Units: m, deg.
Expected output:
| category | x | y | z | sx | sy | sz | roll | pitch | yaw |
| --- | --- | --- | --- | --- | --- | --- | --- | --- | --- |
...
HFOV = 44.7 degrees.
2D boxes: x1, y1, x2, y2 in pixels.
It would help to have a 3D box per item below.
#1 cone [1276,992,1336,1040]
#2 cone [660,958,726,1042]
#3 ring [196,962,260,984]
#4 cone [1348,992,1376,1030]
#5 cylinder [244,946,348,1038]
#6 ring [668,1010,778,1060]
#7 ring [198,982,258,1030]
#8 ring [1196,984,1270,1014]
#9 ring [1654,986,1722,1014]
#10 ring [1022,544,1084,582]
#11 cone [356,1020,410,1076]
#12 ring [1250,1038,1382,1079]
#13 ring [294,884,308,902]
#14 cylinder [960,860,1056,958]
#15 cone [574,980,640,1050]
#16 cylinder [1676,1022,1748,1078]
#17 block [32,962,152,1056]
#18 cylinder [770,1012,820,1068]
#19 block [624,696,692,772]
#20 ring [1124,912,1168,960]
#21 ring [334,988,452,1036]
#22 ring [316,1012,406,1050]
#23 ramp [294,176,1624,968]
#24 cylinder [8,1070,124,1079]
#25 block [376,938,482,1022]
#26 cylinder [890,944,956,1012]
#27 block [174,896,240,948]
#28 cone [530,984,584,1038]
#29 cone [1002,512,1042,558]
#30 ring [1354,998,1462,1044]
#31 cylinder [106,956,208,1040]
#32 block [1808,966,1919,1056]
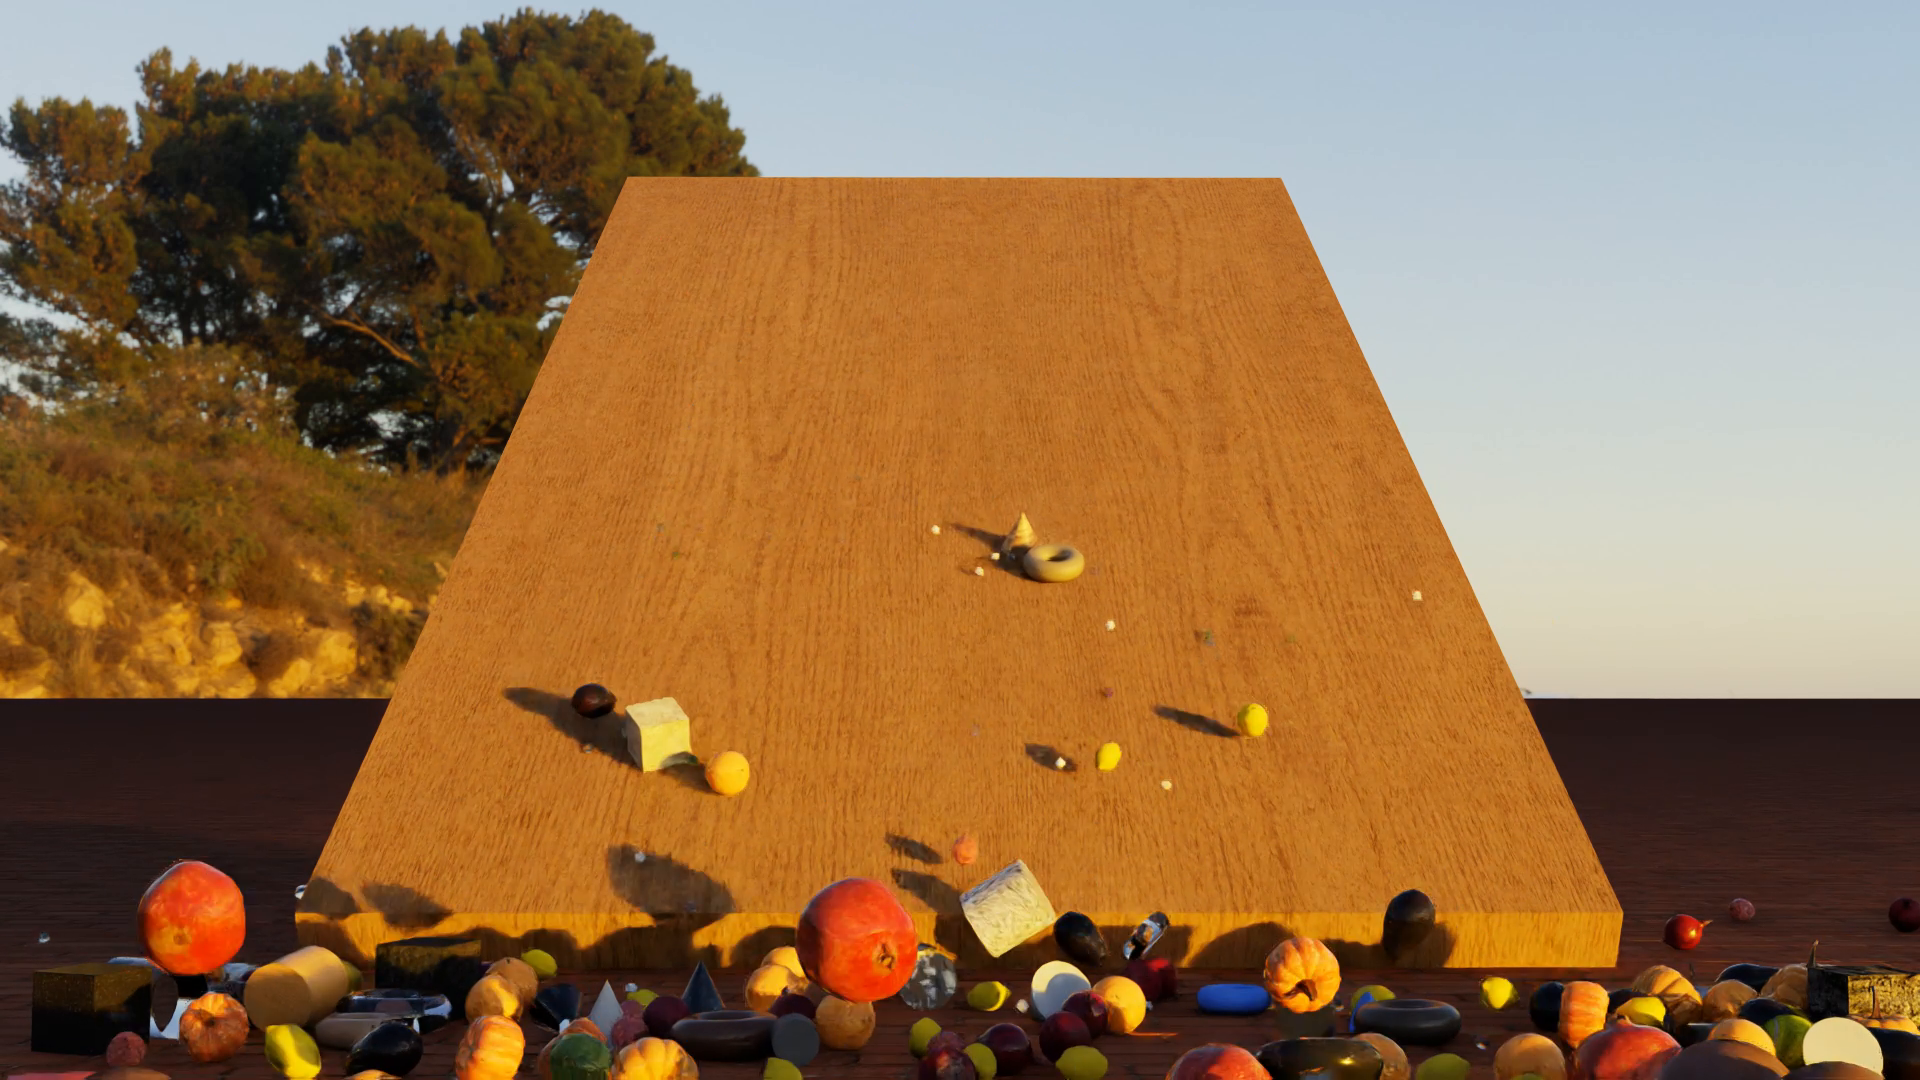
| category | x | y | z | sx | sy | sz | roll | pitch | yaw |
| --- | --- | --- | --- | --- | --- | --- | --- | --- | --- |
| cone | 0.410 | 0.587 | 2.796 | 0.071 | 0.071 | 0.071 | 0 | -30 | 0 |
| cone | -0.315 | 0.557 | 2.844 | 0.097 | 0.097 | 0.097 | 0 | -4 | 0 |
| ring | -1.016 | 0.608 | 3.215 | 0.131 | 0.044 | 0.131 | 0 | -5 | 0 |
| cone | 0.520 | 0.597 | 2.904 | 0.054 | 0.054 | 0.054 | 27 | -5 | -1 |
| cylinder | -0.819 | 0.557 | 2.884 | 0.091 | 0.091 | 0.091 | -1 | 4 | 14 |
| ring | -0.270 | 0.574 | 2.712 | 0.137 | 0.046 | 0.137 | -1 | -5 | 0 |
| ring | -0.913 | 0.588 | 2.950 | 0.147 | 0.049 | 0.147 | 0 | -4 | 0 |
| ring | 0.360 | 0.604 | 3.074 | 0.097 | 0.032 | 0.097 | 0 | -5 | 0 |
| ring | 0.961 | 0.607 | 3.084 | 0.086 | 0.029 | 0.086 | -3 | -3 | 0 |
| ring | 0.183 | 0.045 | 4.590 | 0.123 | 0.041 | 0.123 | -1 | 26 | 0 |
| cone | -0.639 | 0.560 | 2.587 | 0.058 | 0.058 | 0.058 | 0 | -4 | 0 |
| ring | 0.319 | 0.470 | 2.091 | 0.118 | 0.039 | 0.118 | 0 | -19 | 0 |
| ring | -1.273 | 0.706 | 4.664 | 0.108 | 0.036 | 0.108 | 1 | -4 | 0 |
| cylinder | 0.063 | 0.486 | 3.083 | 0.094 | 0.094 | 0.094 | -32 | -6 | 3 |
| cone | -0.421 | 0.563 | 2.782 | 0.078 | 0.078 | 0.078 | 0 | -4 | 0 |
| cylinder | 0.824 | 0.559 | 2.560 | 0.057 | 0.057 | 0.057 | -2 | -3 | -9 |
| block | -1.026 | 0.554 | 2.762 | 0.093 | 0.093 | 0.093 | -2 | -4 | 23 |
| cylinder | -0.187 | 0.566 | 2.647 | 0.053 | 0.053 | 0.053 | 0 | -4 | -7 |
| block | -0.507 | 0.326 | 3.924 | 0.084 | 0.084 | 0.084 | -11 | 27 | -23 |
| ring | 0.250 | 0.532 | 3.143 | 0.026 | 0.078 | 0.078 | 41 | 9 | 16 |
| ring | -0.703 | 0.586 | 2.900 | 0.143 | 0.048 | 0.143 | 1 | -4 | 0 |
| ring | -0.713 | 0.584 | 2.781 | 0.106 | 0.035 | 0.106 | 0 | -5 | 0 |
| ramp | -0.009 | -0.229 | 5.354 | 2.000 | 0.100 | 4.000 | 0 | 25 | 0 |
| cylinder | -0.770 | 0.505 | 2.010 | 0.093 | 0.093 | 0.093 | 1 | -4 | -18 |
| block | -0.687 | 0.569 | 3.022 | 0.097 | 0.097 | 0.097 | -1 | -4 | 19 |
| cylinder | -0.050 | 0.584 | 3.122 | 0.080 | 0.080 | 0.080 | 1 | -4 | -9 |
| block | -1.256 | 0.637 | 3.901 | 0.075 | 0.075 | 0.075 | -1 | -4 | 18 |
| cone | -0.483 | 0.591 | 2.860 | 0.068 | 0.068 | 0.068 | 2 | 22 | -30 |
| cone | 0.125 | -0.021 | 4.680 | 0.085 | 0.085 | 0.085 | 0 | 25 | 0 |
| ring | 0.542 | 0.584 | 2.831 | 0.129 | 0.043 | 0.129 | -1 | -3 | 0 |
| cylinder | -0.988 | 0.558 | 2.848 | 0.096 | 0.096 | 0.096 | -1 | -4 | 23 |
| block | 1.066 | 0.554 | 2.754 | 0.092 | 0.092 | 0.092 | 1 | -4 | -9 |
